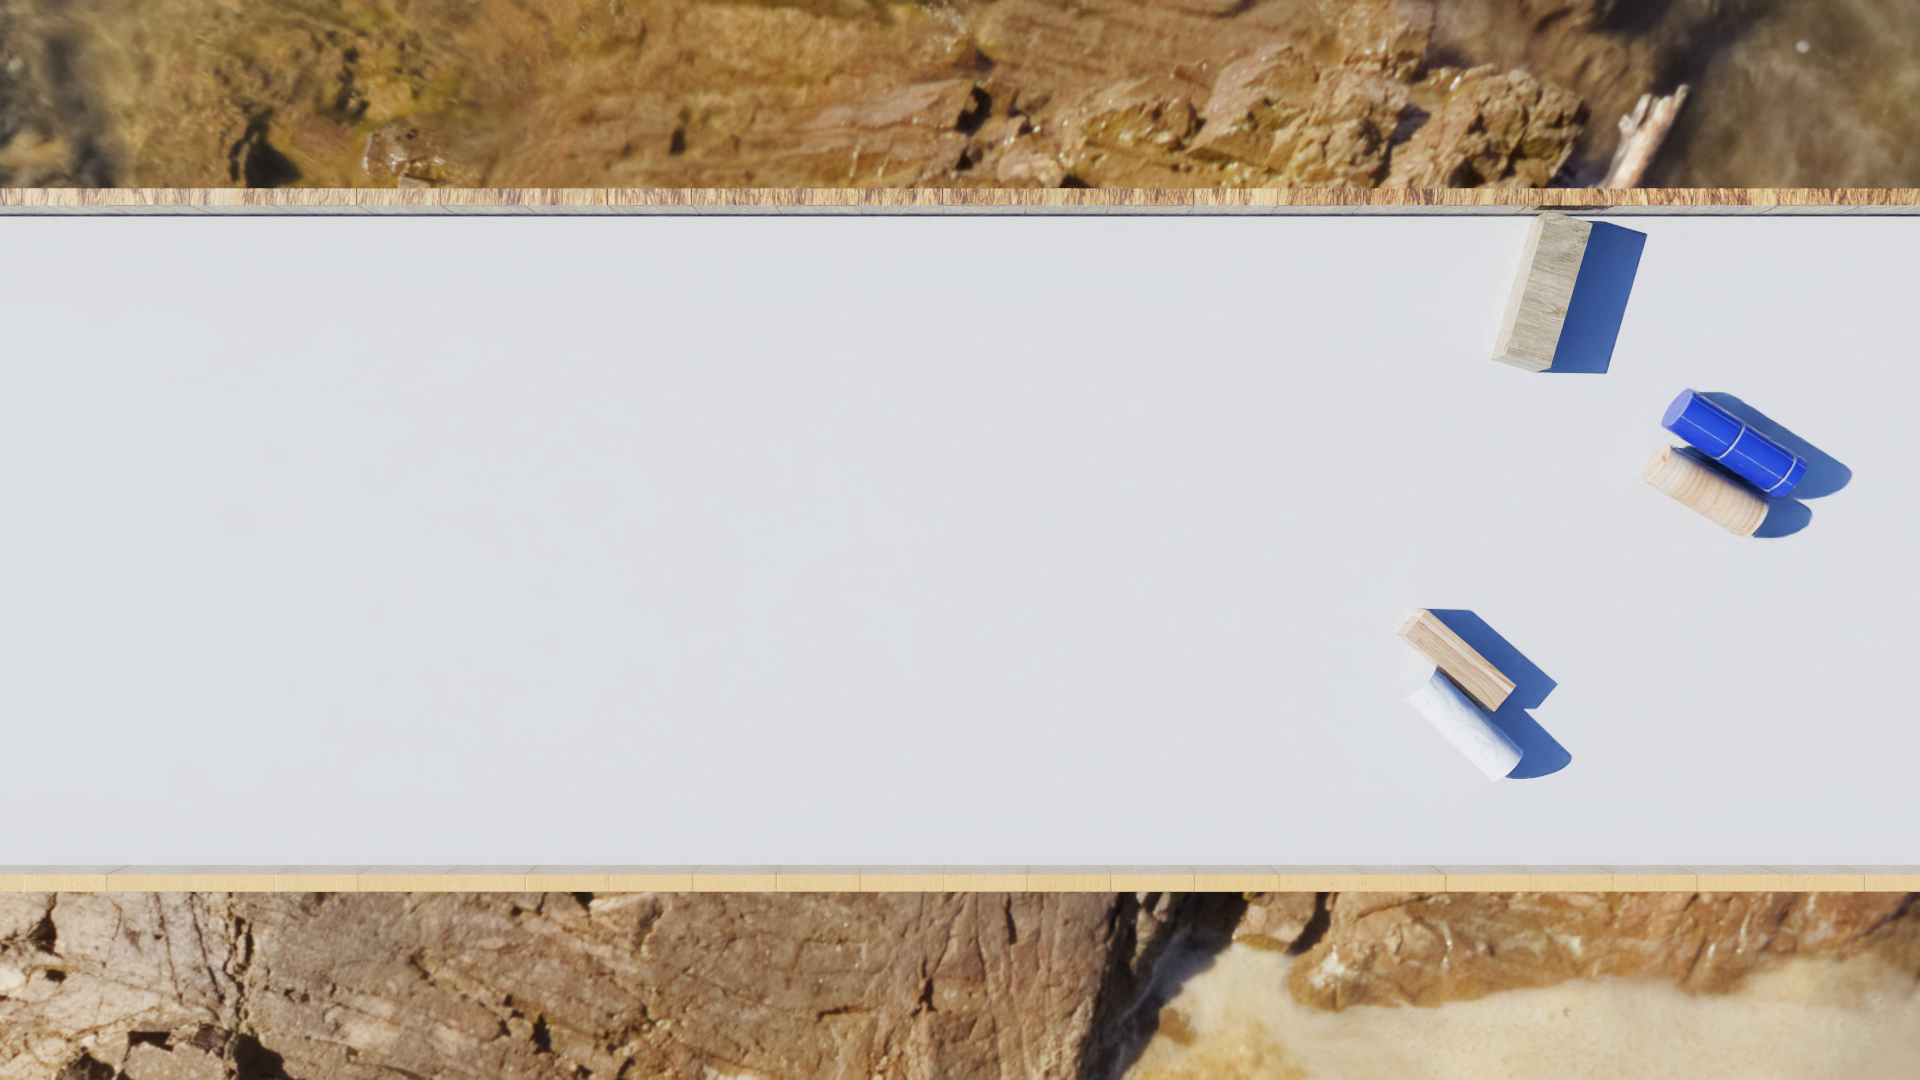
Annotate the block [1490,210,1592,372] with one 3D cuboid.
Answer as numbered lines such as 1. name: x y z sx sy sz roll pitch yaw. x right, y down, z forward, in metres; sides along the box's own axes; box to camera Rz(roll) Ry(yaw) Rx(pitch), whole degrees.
1. block: 1.764 -0.751 5.007 0.139 0.139 0.450 16 90 0

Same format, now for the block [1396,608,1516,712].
1. block: 1.510 0.364 5.025 0.353 0.103 0.103 40 90 0

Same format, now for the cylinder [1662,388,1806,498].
1. cylinder: 2.348 -0.293 5.007 0.407 0.139 0.139 32 90 0

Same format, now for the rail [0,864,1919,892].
1. rail: -2.247 1.025 5.001 12.000 0.150 0.050 0 90 0

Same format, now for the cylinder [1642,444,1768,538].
1. cylinder: 2.264 -0.148 5.011 0.342 0.132 0.132 30 90 0

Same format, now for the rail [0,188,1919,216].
1. rail: -2.247 -1.025 5.002 12.000 0.150 0.050 0 90 0

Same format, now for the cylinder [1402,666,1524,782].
1. cylinder: 1.527 0.558 5.009 0.366 0.135 0.135 44 90 0
